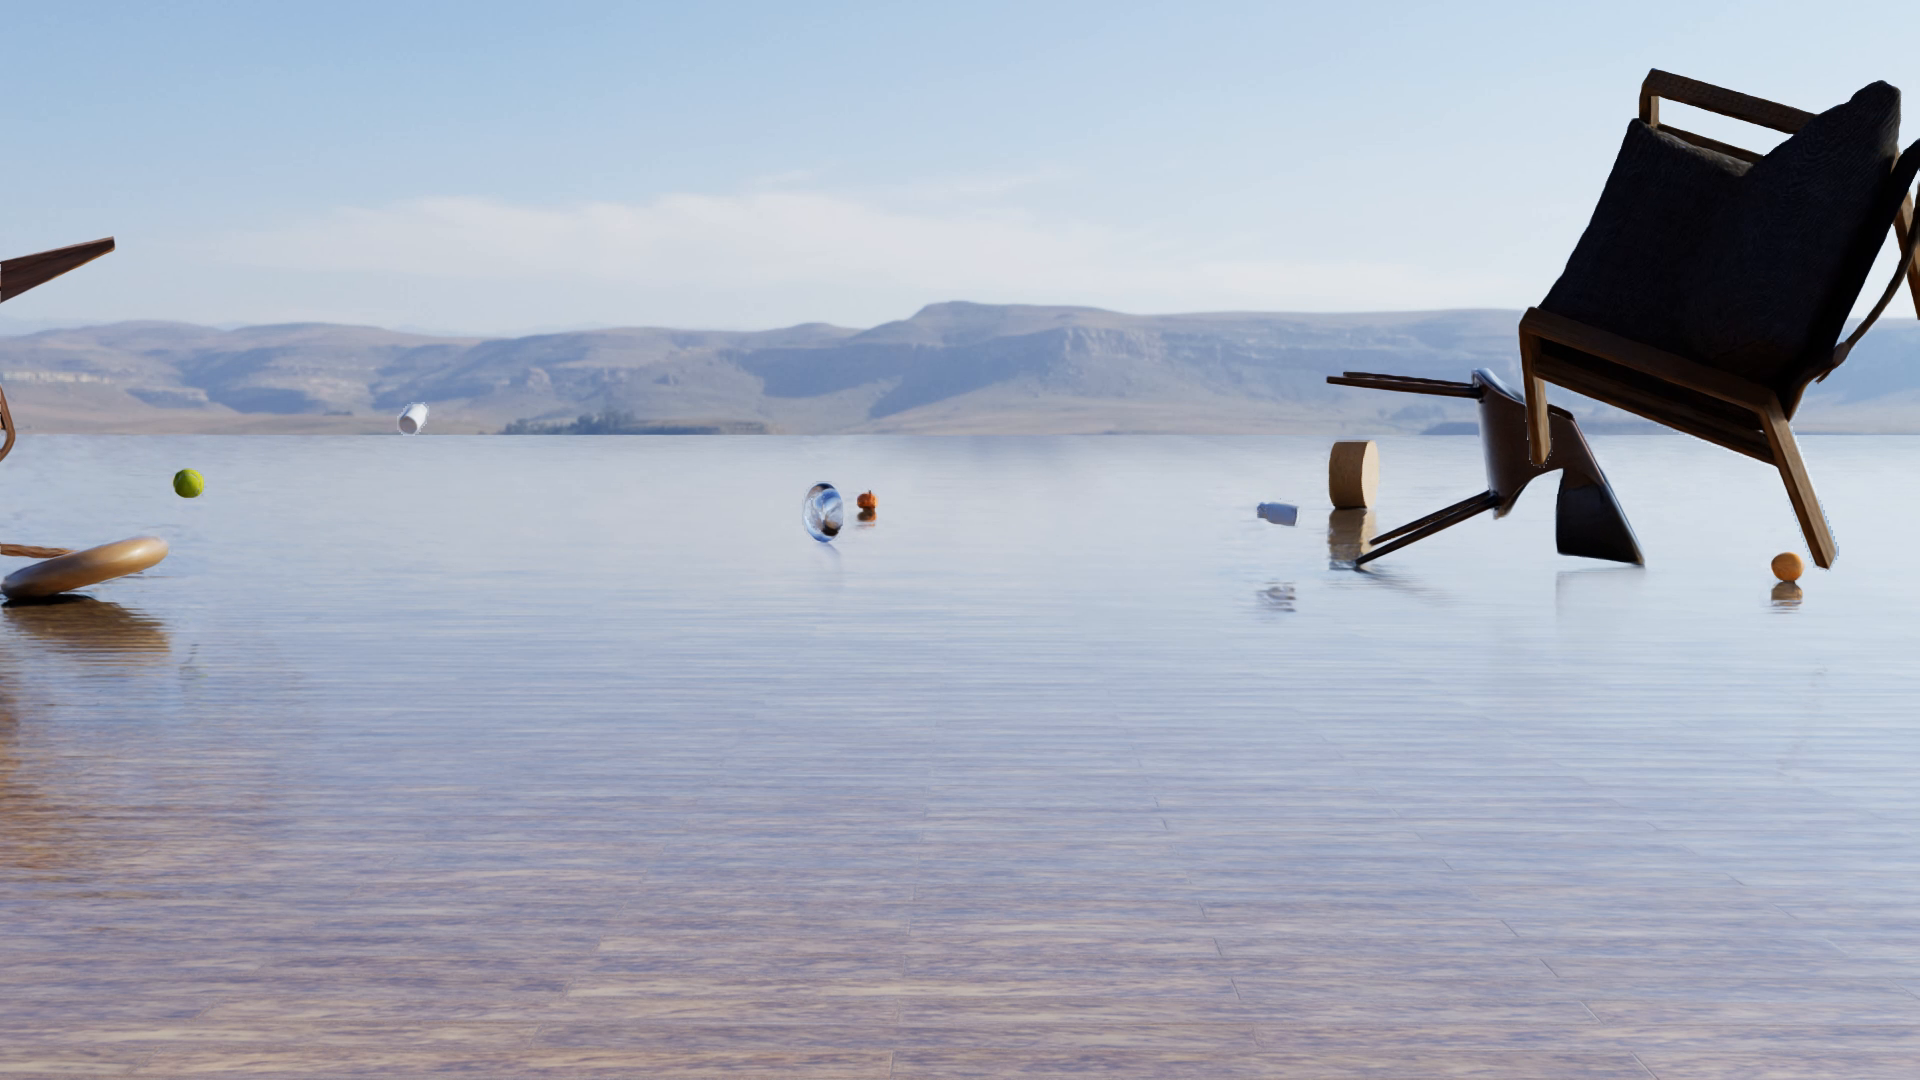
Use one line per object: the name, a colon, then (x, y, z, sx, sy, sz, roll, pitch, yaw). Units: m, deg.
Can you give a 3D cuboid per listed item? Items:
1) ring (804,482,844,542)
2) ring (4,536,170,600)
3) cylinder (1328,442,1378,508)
ring: (-0.400, -0.081, 6.445, 0.057, 0.176, 0.156, 0, -3, -41)
ring: (-1.889, 0.059, 4.757, 0.349, 0.075, 0.407, -18, 6, -29)
cylinder: (1.486, -0.248, 8.304, 0.144, 0.252, 0.128, 2, 0, 40)
